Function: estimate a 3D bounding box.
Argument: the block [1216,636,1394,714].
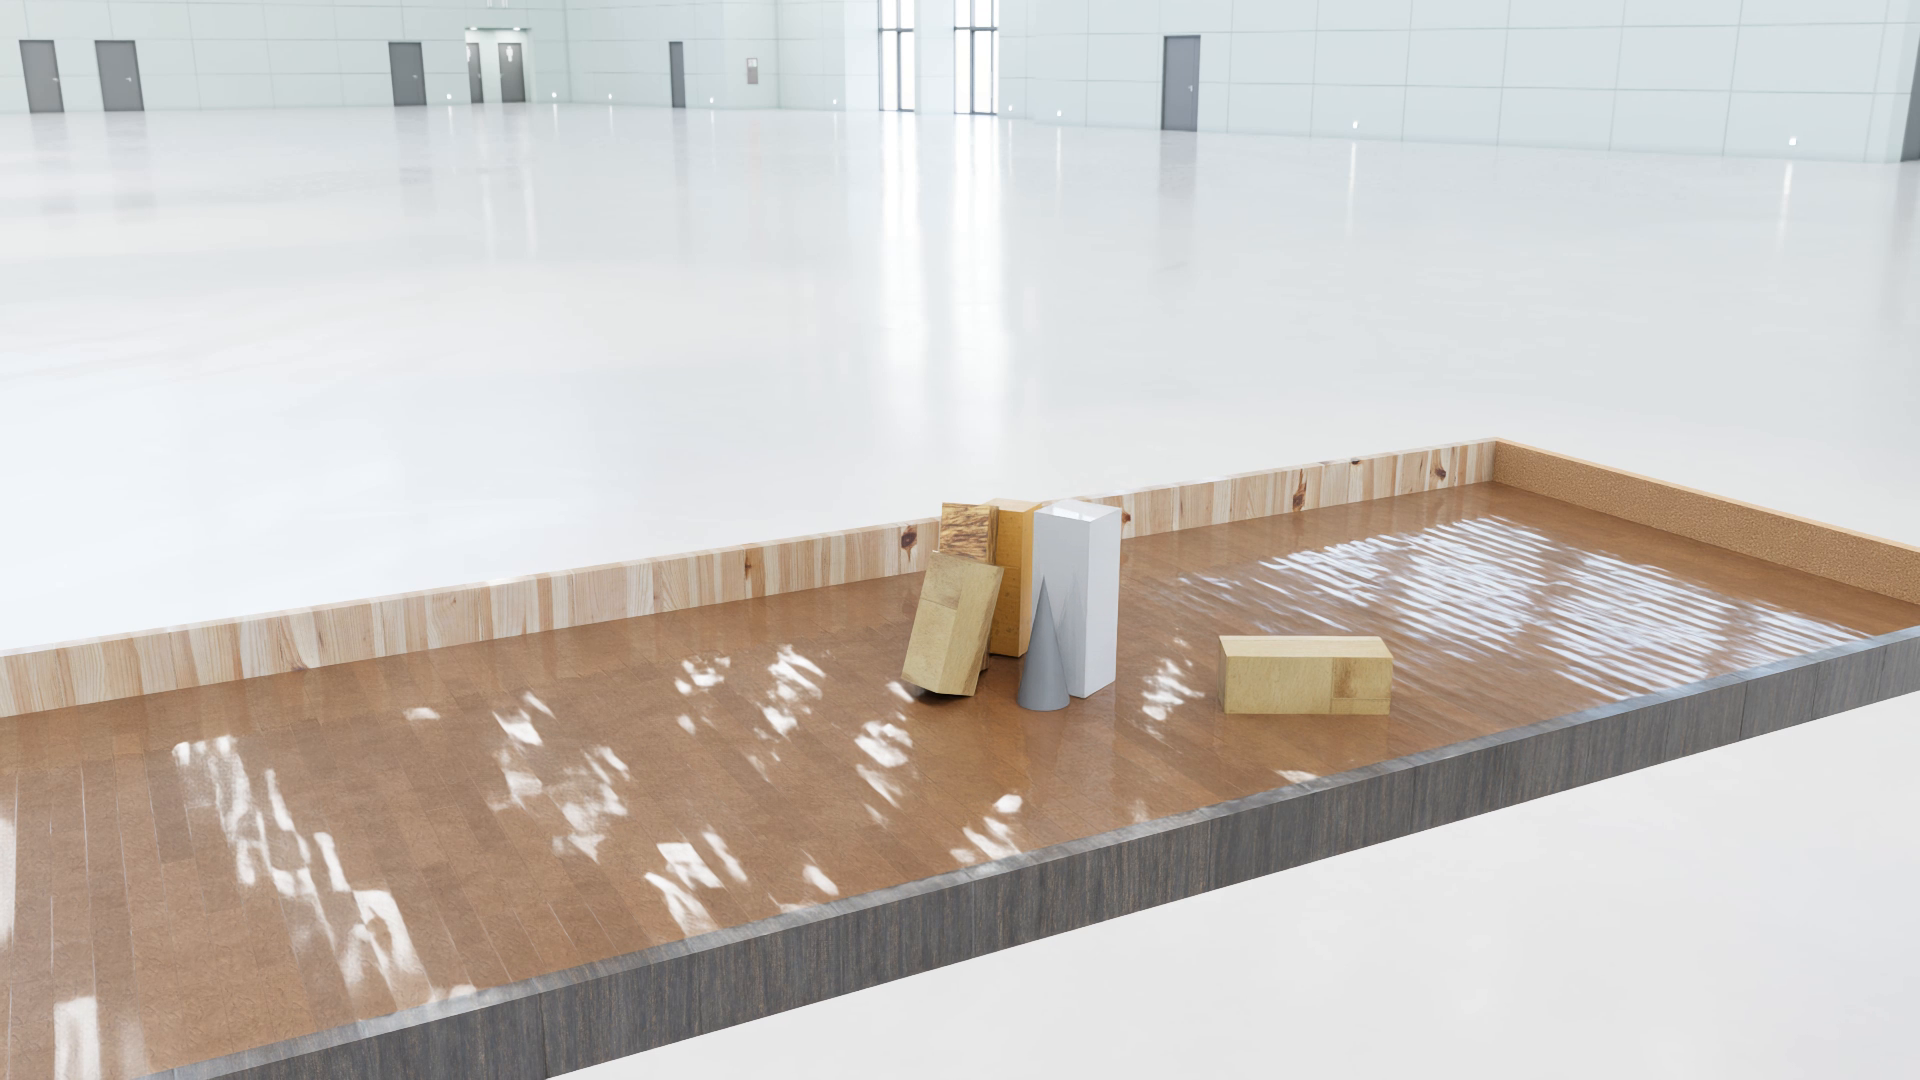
[{"bbox_3d":[0.829,0.326,3.989,0.392,0.145,0.145,0,16,1],"label":"block"}]

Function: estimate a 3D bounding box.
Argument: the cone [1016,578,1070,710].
[{"bbox_3d":[0.202,0.237,3.974,0.130,0.323,0.130,-1,16,0],"label":"cone"}]

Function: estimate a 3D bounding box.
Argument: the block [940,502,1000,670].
[{"bbox_3d":[0.015,0.117,4.188,0.121,0.417,0.121,4,1,13],"label":"block"}]

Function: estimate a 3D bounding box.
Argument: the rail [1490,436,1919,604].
[{"bbox_3d":[2.466,-0.048,5.253,0.050,0.150,2.100,-9,18,-27],"label":"rail"}]

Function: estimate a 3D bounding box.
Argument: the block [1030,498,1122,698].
[{"bbox_3d":[0.285,0.142,4.073,0.156,0.447,0.156,11,18,32],"label":"block"}]

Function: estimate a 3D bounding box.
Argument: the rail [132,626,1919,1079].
[{"bbox_3d":[-2.336,1.006,1.665,12.000,0.150,0.050,-9,18,-27],"label":"rail"}]

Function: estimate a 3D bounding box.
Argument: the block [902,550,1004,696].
[{"bbox_3d":[-0.018,0.204,4.041,0.130,0.324,0.130,16,4,44],"label":"block"}]

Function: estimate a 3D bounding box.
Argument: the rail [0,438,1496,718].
[{"bbox_3d":[-3.305,0.497,3.399,12.000,0.150,0.050,-9,18,-27],"label":"rail"}]

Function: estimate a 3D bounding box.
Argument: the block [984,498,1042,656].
[{"bbox_3d":[0.124,0.096,4.332,0.130,0.386,0.130,7,15,23],"label":"block"}]
